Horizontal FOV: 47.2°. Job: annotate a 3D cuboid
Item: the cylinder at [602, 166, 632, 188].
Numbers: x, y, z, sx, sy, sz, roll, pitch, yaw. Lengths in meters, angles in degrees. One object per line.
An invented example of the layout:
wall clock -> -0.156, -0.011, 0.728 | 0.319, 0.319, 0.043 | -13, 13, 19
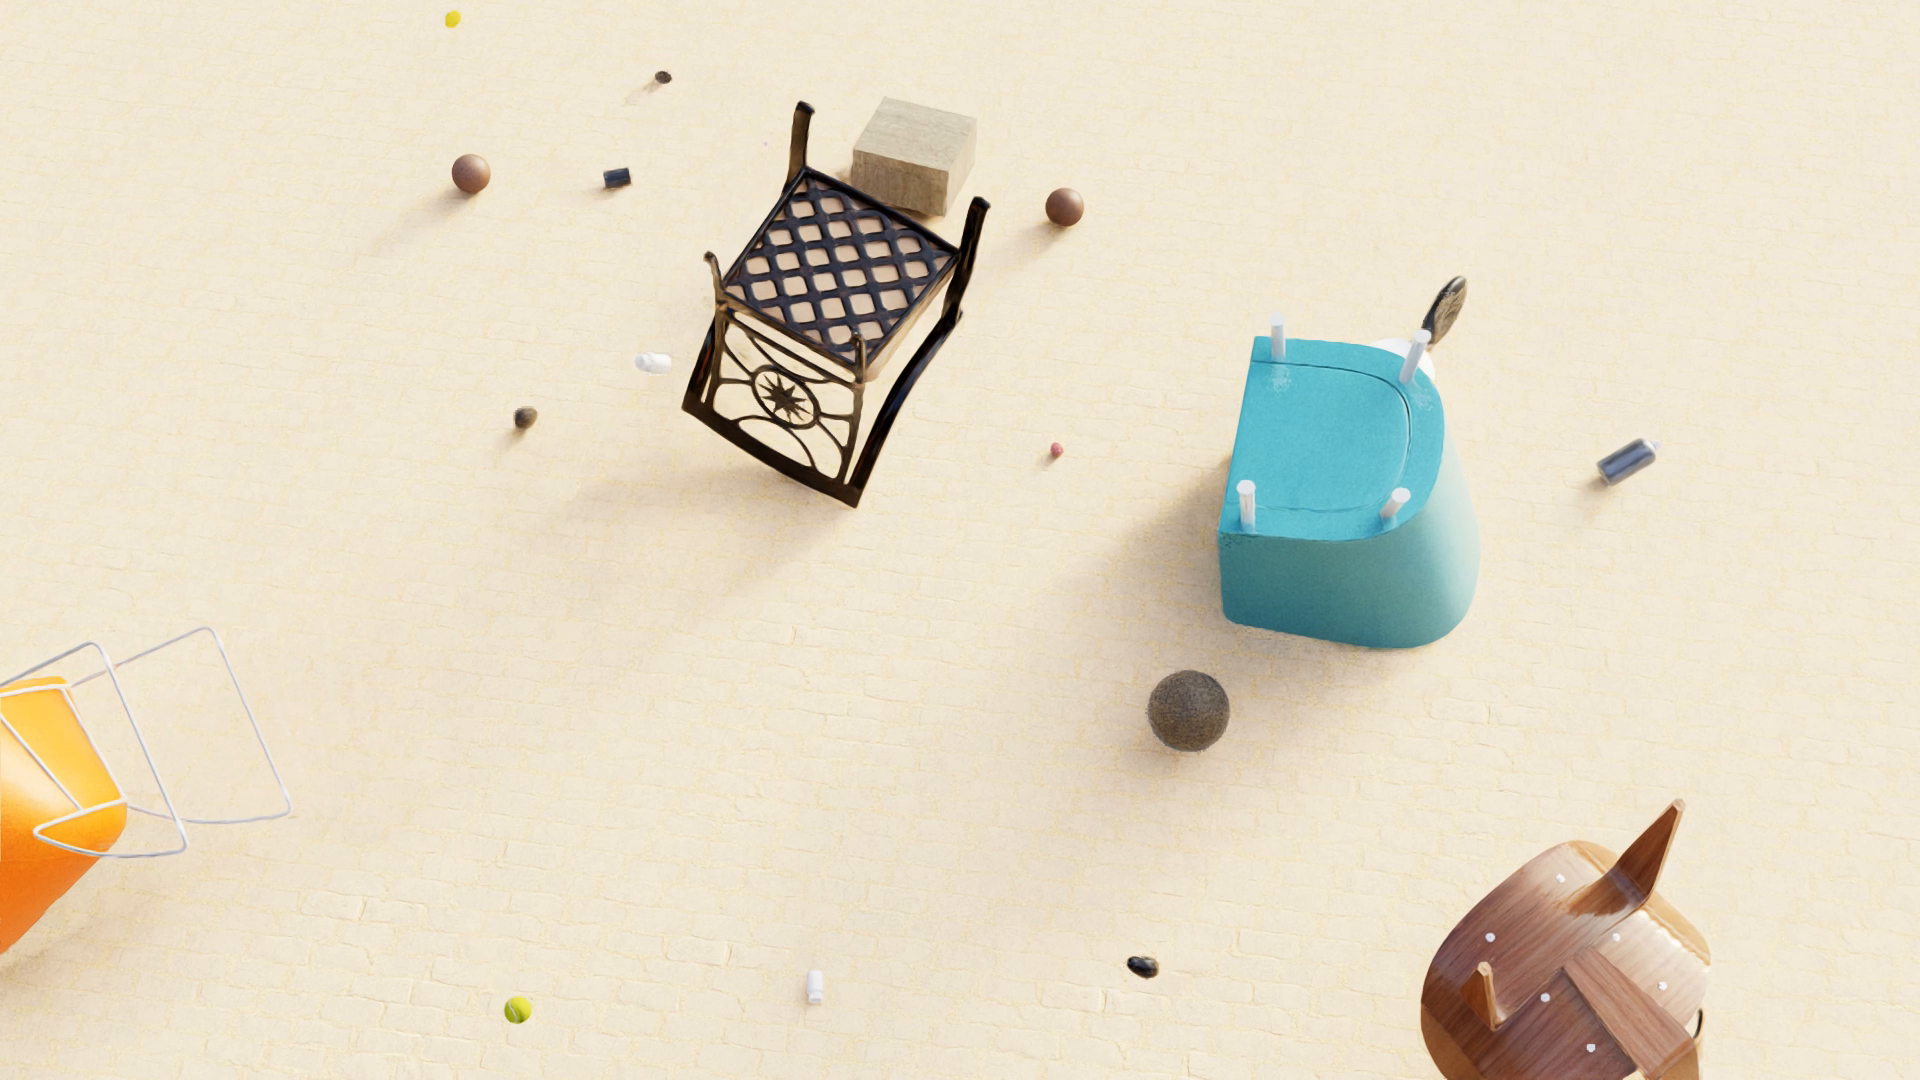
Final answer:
cylinder -> -1.148, -1.213, 7.354 | 0.087, 0.057, 0.049 | -12, 36, -11

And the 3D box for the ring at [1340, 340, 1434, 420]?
ring -> 1.337, -0.503, 6.877 | 0.272, 0.059, 0.347 | 33, 62, 19

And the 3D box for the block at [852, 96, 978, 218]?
block -> -0.150, -1.270, 7.281 | 0.329, 0.186, 0.313 | 15, 47, 10

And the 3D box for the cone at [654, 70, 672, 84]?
cone -> -1.025, -1.623, 7.650 | 0.062, 0.047, 0.063 | 13, 36, 1

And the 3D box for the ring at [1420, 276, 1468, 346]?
ring -> 1.530, -0.723, 6.953 | 0.052, 0.181, 0.276 | 26, 68, 27

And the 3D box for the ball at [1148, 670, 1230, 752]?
ball -> 0.636, 0.476, 6.117 | 0.229, 0.229, 0.229 | 0, 56, 0
